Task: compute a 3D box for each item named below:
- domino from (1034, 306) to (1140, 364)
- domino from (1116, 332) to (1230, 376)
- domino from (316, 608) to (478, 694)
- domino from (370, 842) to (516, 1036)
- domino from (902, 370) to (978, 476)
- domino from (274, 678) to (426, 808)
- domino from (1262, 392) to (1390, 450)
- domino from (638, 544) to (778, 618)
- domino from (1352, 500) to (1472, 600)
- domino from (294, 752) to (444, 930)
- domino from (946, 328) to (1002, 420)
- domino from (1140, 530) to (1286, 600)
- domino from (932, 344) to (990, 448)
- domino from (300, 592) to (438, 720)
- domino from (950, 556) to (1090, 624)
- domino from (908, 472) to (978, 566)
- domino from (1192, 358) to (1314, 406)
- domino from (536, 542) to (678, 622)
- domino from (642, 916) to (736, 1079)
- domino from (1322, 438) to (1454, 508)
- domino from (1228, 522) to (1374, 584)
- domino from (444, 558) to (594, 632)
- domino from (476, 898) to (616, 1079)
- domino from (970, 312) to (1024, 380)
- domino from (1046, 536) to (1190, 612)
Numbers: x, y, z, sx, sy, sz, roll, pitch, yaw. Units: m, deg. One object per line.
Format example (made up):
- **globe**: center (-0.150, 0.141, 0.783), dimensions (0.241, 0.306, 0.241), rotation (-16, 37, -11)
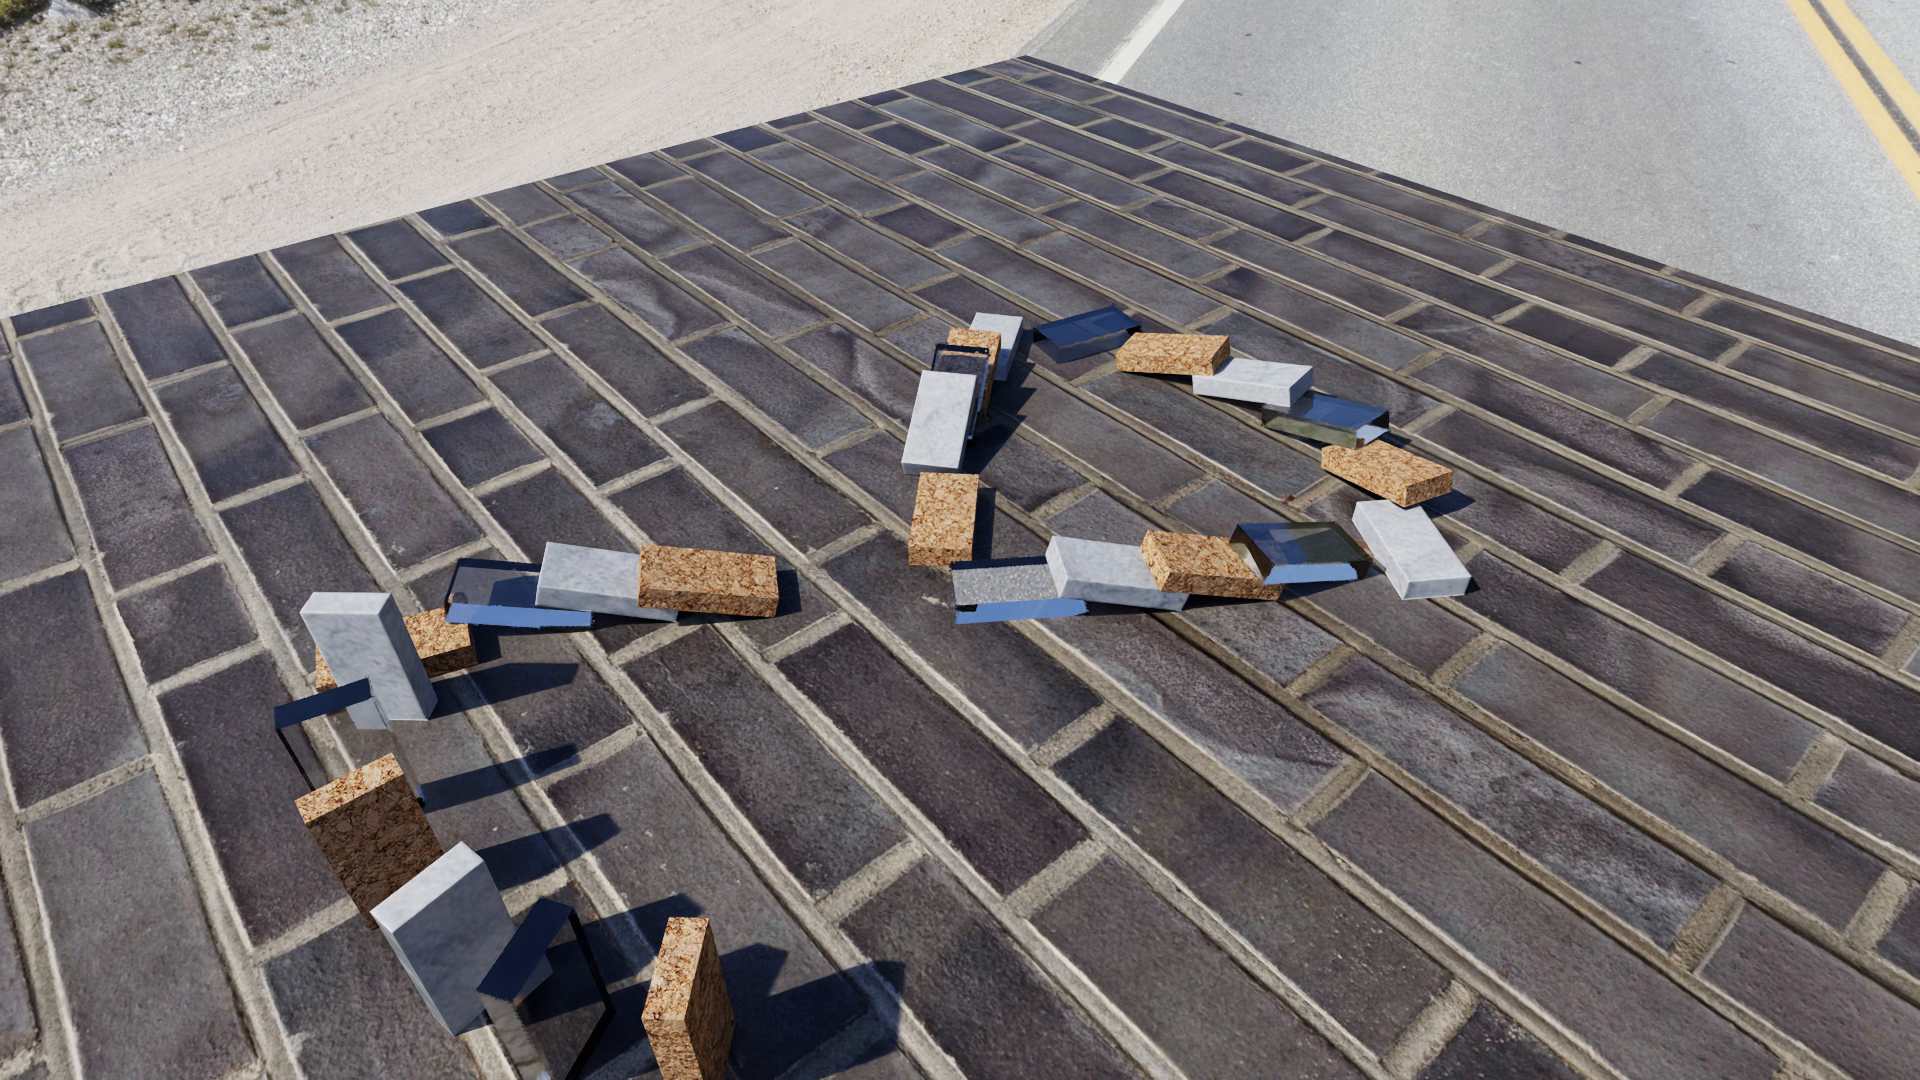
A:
- **domino**: center (0.066, -0.108, 0.575), dimensions (0.050, 0.010, 0.025), rotation (-19, 43, -21)
- **domino**: center (0.106, -0.093, 0.548), dimensions (0.050, 0.009, 0.025), rotation (9, 38, 32)
- **domino**: center (-0.202, 0.040, 0.394), dimensions (0.050, 0.010, 0.025), rotation (-16, 42, -19)
- **domino**: center (-0.130, 0.104, 0.285), dimensions (0.010, 0.050, 0.025), rotation (26, 46, 28)
- **domino**: center (-0.009, -0.052, 0.492), dimensions (0.025, 0.010, 0.050), rotation (7, 62, 8)
- **domino**: center (-0.183, 0.066, 0.331), dimensions (0.025, 0.050, 0.010), rotation (-19, 43, -22)
- **domino**: center (0.166, -0.056, 0.502), dimensions (0.025, 0.009, 0.050), rotation (-28, 33, -30)
- **domino**: center (-0.095, 0.015, 0.414), dimensions (0.050, 0.010, 0.025), rotation (6, 37, -19)
- **domino**: center (0.180, 0.003, 0.440), dimensions (0.025, 0.010, 0.050), rotation (-4, 40, -5)
- **domino**: center (-0.162, 0.085, 0.308), dimensions (0.025, 0.050, 0.010), rotation (-28, 47, -30)
- **domino**: center (0.004, -0.081, 0.533), dimensions (0.025, 0.010, 0.050), rotation (7, 54, 8)
- **domino**: center (0.097, 0.010, 0.422), dimensions (0.050, 0.009, 0.025), rotation (5, 37, -18)
- **domino**: center (-0.002, -0.068, 0.511), dimensions (0.025, 0.010, 0.050), rotation (6, 62, 8)
- **domino**: center (-0.194, 0.039, 0.364), dimensions (0.025, 0.050, 0.010), rotation (1, 39, 1)
- **domino**: center (0.022, 0.018, 0.421), dimensions (0.050, 0.009, 0.025), rotation (-4, 39, -4)
- **domino**: center (-0.006, -0.009, 0.454), dimensions (0.025, 0.009, 0.050), rotation (3, 39, 3)
- **domino**: center (0.140, -0.077, 0.528), dimensions (0.050, 0.009, 0.025), rotation (15, 40, 39)
- **domino**: center (-0.131, 0.016, 0.413), dimensions (0.050, 0.010, 0.025), rotation (9, 37, -18)
- **domino**: center (-0.065, 0.117, 0.268), dimensions (0.009, 0.050, 0.025), rotation (2, 39, 2)
- **domino**: center (0.182, -0.030, 0.471), dimensions (0.025, 0.009, 0.050), rotation (-16, 29, -19)
- **domino**: center (0.133, 0.005, 0.428), dimensions (0.050, 0.009, 0.025), rotation (-2, 38, -26)
- **domino**: center (-0.162, 0.020, 0.410), dimensions (0.050, 0.010, 0.025), rotation (5, 38, -14)
- **domino**: center (-0.101, 0.114, 0.272), dimensions (0.010, 0.050, 0.025), rotation (11, 41, 13)
- **domino**: center (0.016, -0.100, 0.566), dimensions (0.025, 0.010, 0.050), rotation (8, 40, 9)
- **domino**: center (0.060, 0.013, 0.418), dimensions (0.050, 0.009, 0.025), rotation (7, 37, -16)
